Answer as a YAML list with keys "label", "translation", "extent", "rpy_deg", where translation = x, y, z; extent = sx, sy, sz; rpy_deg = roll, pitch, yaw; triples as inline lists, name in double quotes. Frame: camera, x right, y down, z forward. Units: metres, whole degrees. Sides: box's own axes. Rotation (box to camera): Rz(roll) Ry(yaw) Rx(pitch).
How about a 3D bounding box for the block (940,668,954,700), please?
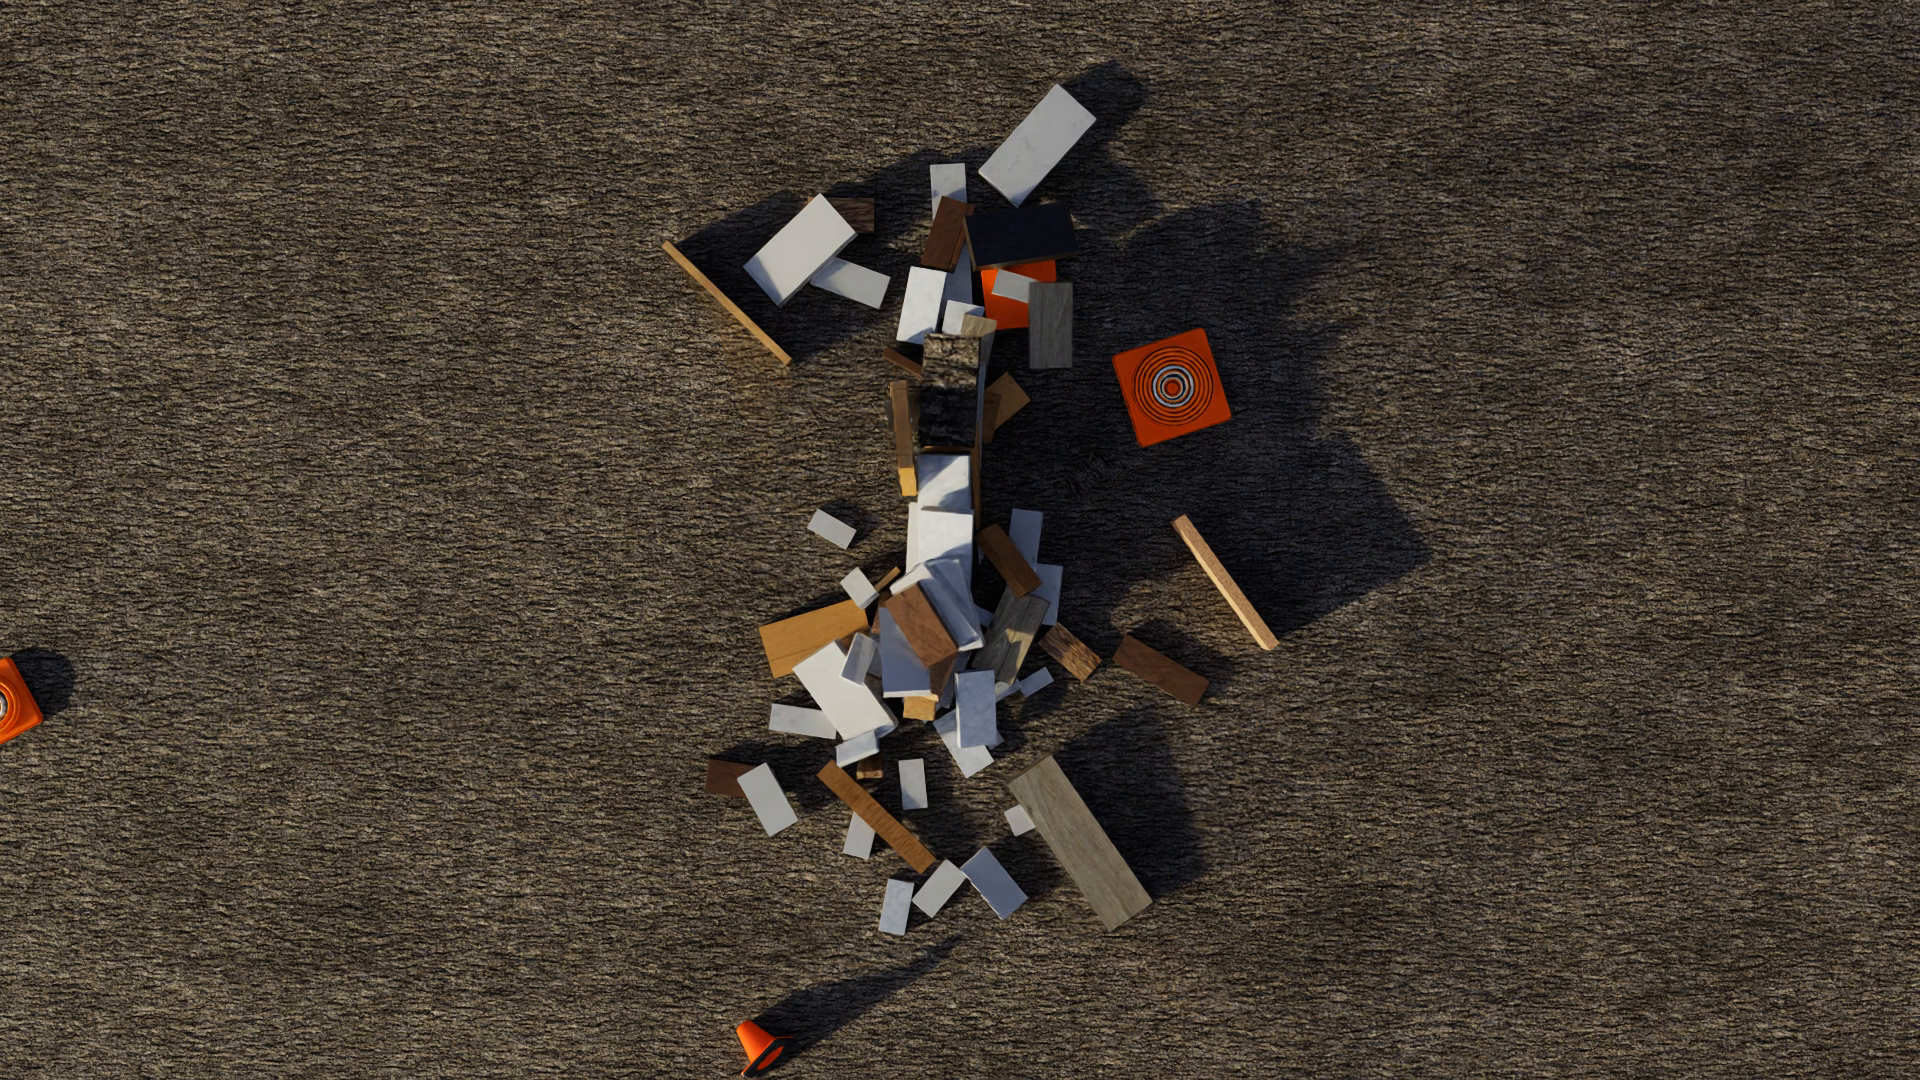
- label: "block"
  translation: [-0.074, 0.417, 5.422]
  extent: [0.100, 0.028, 0.201]
  rpy_deg: [14, 83, 13]

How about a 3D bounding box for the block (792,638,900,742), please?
- label: "block"
  translation: [-0.374, 0.512, 5.420]
  extent: [0.176, 0.050, 0.352]
  rpy_deg: [-33, 97, 16]

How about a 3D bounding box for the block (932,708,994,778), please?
- label: "block"
  translation: [0.011, 0.670, 5.485]
  extent: [0.108, 0.031, 0.217]
  rpy_deg: [-32, 90, 0]

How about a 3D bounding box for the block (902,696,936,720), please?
- label: "block"
  translation: [-0.123, 0.485, 5.390]
  extent: [0.100, 0.028, 0.201]
  rpy_deg: [5, 81, 12]

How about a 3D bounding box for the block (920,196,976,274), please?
- label: "block"
  translation: [-0.040, -1.008, 5.451]
  extent: [0.115, 0.033, 0.230]
  rpy_deg: [18, 90, 0]

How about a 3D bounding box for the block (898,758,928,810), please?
- label: "block"
  translation: [-0.156, 0.811, 5.488]
  extent: [0.082, 0.023, 0.164]
  rpy_deg: [-6, 90, 0]

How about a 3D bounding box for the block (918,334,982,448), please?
- label: "block"
  translation: [-0.033, -0.479, 5.300]
  extent: [0.178, 0.050, 0.356]
  rpy_deg: [4, 93, 7]

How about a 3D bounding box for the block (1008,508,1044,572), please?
- label: "block"
  translation: [0.212, 0.001, 5.471]
  extent: [0.100, 0.028, 0.201]
  rpy_deg: [8, 90, 18]

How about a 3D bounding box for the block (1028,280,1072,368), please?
- label: "block"
  translation: [0.298, -0.708, 5.433]
  extent: [0.141, 0.040, 0.282]
  rpy_deg: [-2, 109, -2]

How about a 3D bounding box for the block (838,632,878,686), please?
- label: "block"
  translation: [-0.330, 0.388, 5.364]
  extent: [0.079, 0.022, 0.158]
  rpy_deg: [28, 69, -19]

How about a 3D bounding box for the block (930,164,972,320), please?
- label: "block"
  translation: [-0.027, -0.990, 5.484]
  extent: [0.115, 0.033, 0.513]
  rpy_deg: [-3, 90, 0]

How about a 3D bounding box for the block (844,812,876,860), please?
- label: "block"
  translation: [-0.325, 0.965, 5.488]
  extent: [0.088, 0.025, 0.176]
  rpy_deg: [15, 90, 0]

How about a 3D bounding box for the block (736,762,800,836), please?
- label: "block"
  translation: [-0.634, 0.856, 5.453]
  extent: [0.110, 0.031, 0.220]
  rpy_deg: [-29, 90, 0]

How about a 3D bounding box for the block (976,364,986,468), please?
- label: "block"
  translation: [-0.016, -0.403, 5.399]
  extent: [0.178, 0.050, 0.356]
  rpy_deg: [5, 109, 7]

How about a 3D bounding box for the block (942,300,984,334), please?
- label: "block"
  translation: [-0.003, -0.661, 5.461]
  extent: [0.124, 0.035, 0.248]
  rpy_deg: [11, 99, -2]

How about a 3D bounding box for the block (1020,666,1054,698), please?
- label: "block"
  translation: [0.251, 0.473, 5.492]
  extent: [0.111, 0.016, 0.055]
  rpy_deg: [-31, 90, 0]

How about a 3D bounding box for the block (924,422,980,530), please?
- label: "block"
  translation: [-0.025, -0.212, 5.409]
  extent: [0.178, 0.050, 0.356]
  rpy_deg: [2, 108, 8]

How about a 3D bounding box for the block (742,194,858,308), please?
- label: "block"
  translation: [-0.527, -0.956, 5.447]
  extent: [0.353, 0.050, 0.176]
  rpy_deg: [-42, 85, 7]

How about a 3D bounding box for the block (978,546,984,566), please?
- label: "block"
  translation: [0.045, 0.069, 5.493]
  extent: [0.051, 0.015, 0.103]
  rpy_deg: [25, 90, 0]

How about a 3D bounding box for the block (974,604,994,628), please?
- label: "block"
  translation: [0.061, 0.248, 5.482]
  extent: [0.103, 0.015, 0.051]
  rpy_deg: [25, 99, -7]

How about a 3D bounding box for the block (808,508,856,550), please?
- label: "block"
  translation: [-0.426, -0.036, 5.489]
  extent: [0.148, 0.021, 0.074]
  rpy_deg: [30, 90, 0]

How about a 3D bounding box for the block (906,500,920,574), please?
- label: "block"
  translation: [-0.084, 0.048, 5.372]
  extent: [0.172, 0.049, 0.344]
  rpy_deg: [5, 102, 8]

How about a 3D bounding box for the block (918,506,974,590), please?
- label: "block"
  translation: [-0.046, 0.059, 5.270]
  extent: [0.166, 0.047, 0.332]
  rpy_deg: [5, 112, 7]

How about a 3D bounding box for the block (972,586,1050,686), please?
- label: "block"
  translation: [0.168, 0.313, 5.454]
  extent: [0.151, 0.043, 0.302]
  rpy_deg: [25, 94, 12]

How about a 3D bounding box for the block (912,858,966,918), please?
- label: "block"
  translation: [-0.069, 1.157, 5.487]
  extent: [0.091, 0.026, 0.182]
  rpy_deg: [40, 90, 0]

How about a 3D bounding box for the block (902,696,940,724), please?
- label: "block"
  translation: [-0.082, 0.492, 5.485]
  extent: [0.108, 0.031, 0.217]
  rpy_deg: [43, 90, 0]

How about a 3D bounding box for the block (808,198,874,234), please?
- label: "block"
  translation: [-0.395, -1.078, 5.484]
  extent: [0.221, 0.031, 0.111]
  rpy_deg: [0, 90, 0]

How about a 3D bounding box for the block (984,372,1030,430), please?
- label: "block"
  translation: [0.100, -0.433, 5.482]
  extent: [0.247, 0.035, 0.124]
  rpy_deg: [-39, 90, 0]

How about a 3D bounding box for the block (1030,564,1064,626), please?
- label: "block"
  translation: [0.280, 0.180, 5.471]
  extent: [0.099, 0.028, 0.198]
  rpy_deg: [7, 89, 16]

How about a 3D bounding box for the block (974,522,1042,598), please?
- label: "block"
  translation: [0.157, 0.067, 5.396]
  extent: [0.036, 0.126, 0.252]
  rpy_deg: [-41, 83, 30]

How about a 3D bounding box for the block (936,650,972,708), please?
- label: "block"
  translation: [-0.047, 0.445, 5.442]
  extent: [0.100, 0.028, 0.201]
  rpy_deg: [21, 84, 14]

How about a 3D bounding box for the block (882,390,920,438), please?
- label: "block"
  translation: [-0.128, -0.434, 5.464]
  extent: [0.230, 0.033, 0.115]
  rpy_deg: [-20, 90, 10]

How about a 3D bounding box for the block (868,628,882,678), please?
- label: "block"
  translation: [-0.248, 0.397, 5.450]
  extent: [0.108, 0.031, 0.217]
  rpy_deg: [1, 107, -5]

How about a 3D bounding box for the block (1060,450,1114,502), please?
- label: "block"
  translation: [0.420, -0.213, 5.488]
  extent: [0.164, 0.023, 0.082]
  rpy_deg: [-41, 90, 0]

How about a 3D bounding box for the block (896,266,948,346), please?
- label: "block"
  translation: [-0.124, -0.772, 5.462]
  extent: [0.124, 0.035, 0.248]
  rpy_deg: [12, 94, 13]
